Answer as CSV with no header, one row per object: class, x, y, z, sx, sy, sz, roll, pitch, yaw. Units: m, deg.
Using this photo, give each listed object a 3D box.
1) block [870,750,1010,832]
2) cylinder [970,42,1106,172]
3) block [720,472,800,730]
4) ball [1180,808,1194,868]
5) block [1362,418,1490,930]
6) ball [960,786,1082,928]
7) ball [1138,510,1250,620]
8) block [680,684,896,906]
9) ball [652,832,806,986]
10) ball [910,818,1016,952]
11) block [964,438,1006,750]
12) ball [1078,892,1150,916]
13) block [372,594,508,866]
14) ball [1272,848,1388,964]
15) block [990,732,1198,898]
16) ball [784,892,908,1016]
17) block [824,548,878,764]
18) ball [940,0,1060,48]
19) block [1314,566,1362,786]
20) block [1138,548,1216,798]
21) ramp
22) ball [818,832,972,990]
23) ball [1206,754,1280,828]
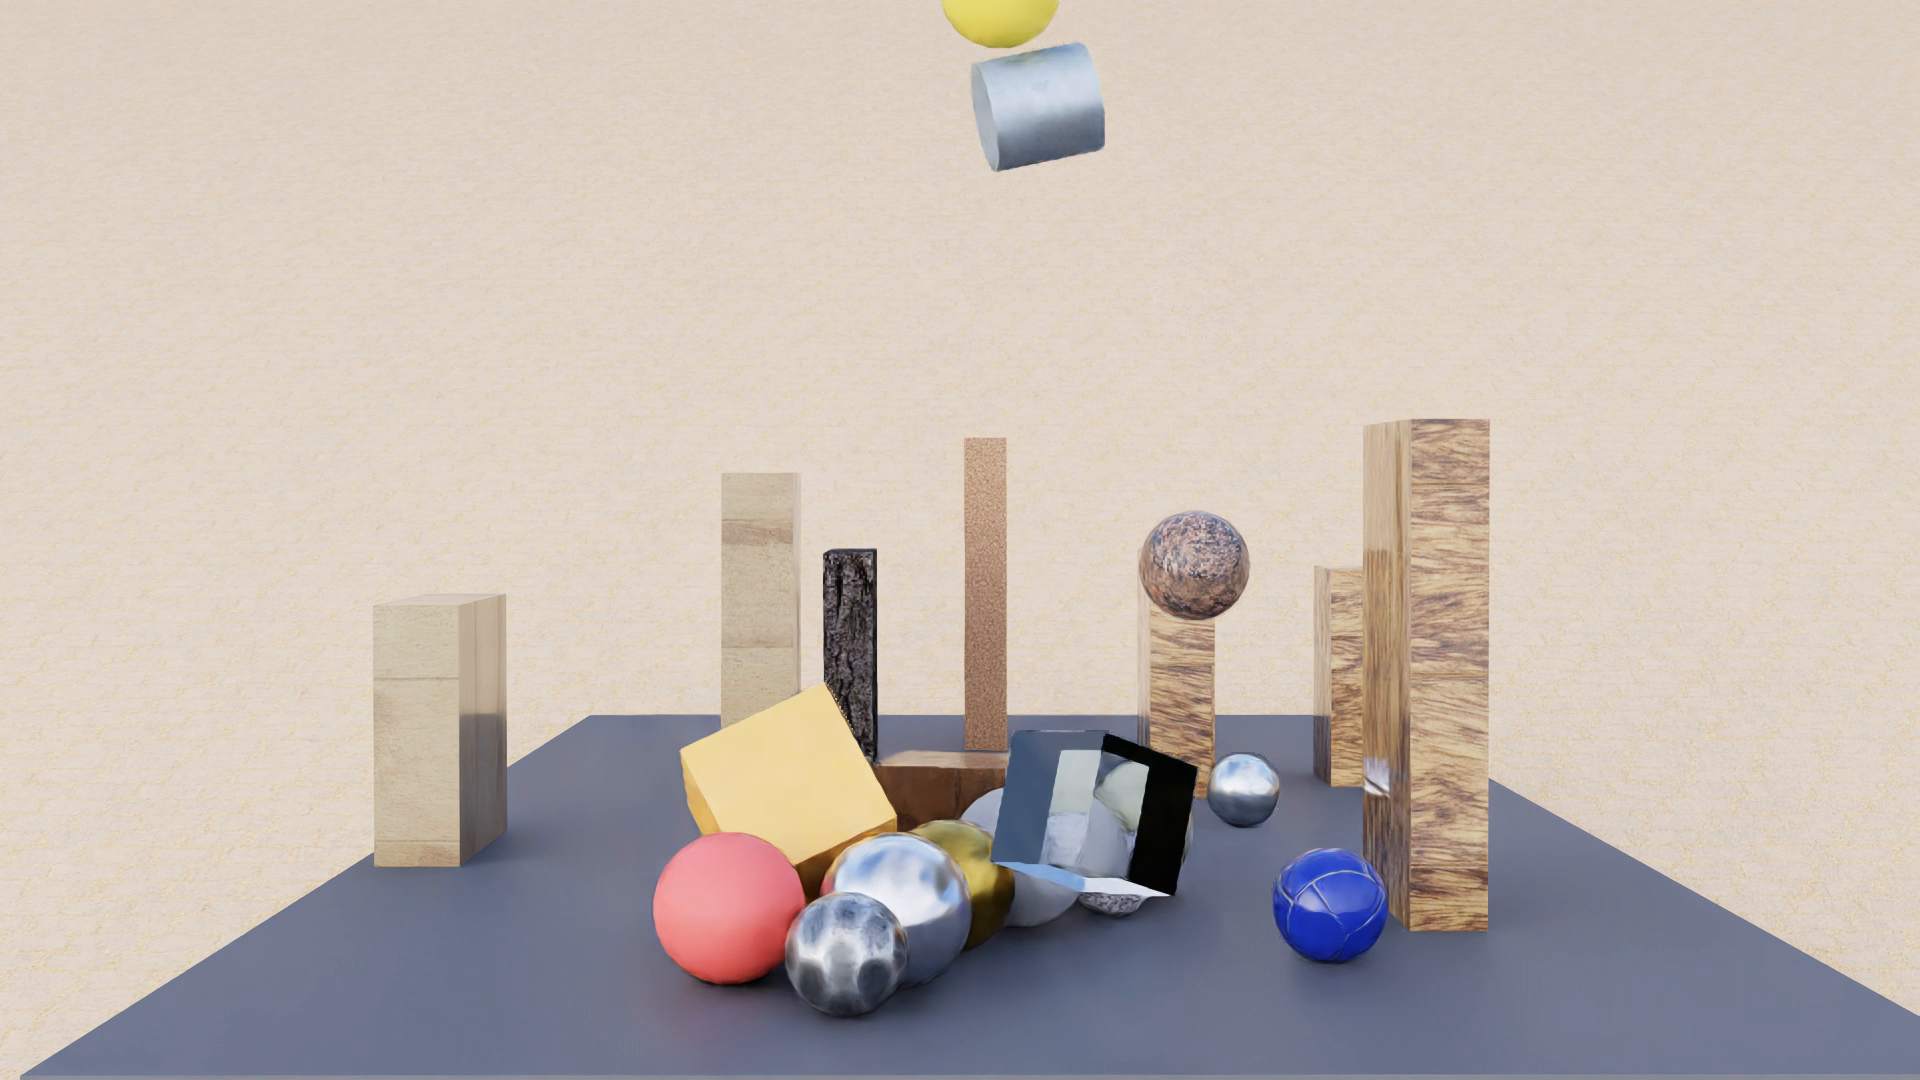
block,-0.008,0.411,3.673,0.197,0.197,0.197,0,1,15
cylinder,0.080,-0.448,2.669,0.114,0.114,0.114,-13,28,-7
block,-0.401,0.170,5.225,0.142,0.611,0.250,0,1,0
ball,0.231,0.408,3.674,0.203,0.203,0.203,0,26,0
block,0.644,0.174,3.594,0.103,0.674,0.403,0,1,0
ball,0.080,0.419,3.426,0.188,0.188,0.188,0,26,0
ball,0.251,0.027,2.764,0.119,0.119,0.119,0,26,0
block,-0.218,0.346,3.292,0.201,0.201,0.201,-24,67,-14
ball,-0.272,0.434,3.043,0.179,0.179,0.179,0,26,0
ball,-0.015,0.435,3.241,0.169,0.169,0.169,0,26,0
block,0.057,0.117,5.811,0.093,0.690,0.263,0,1,0
ball,0.208,0.452,3.519,0.122,0.122,0.122,0,26,0
block,-0.837,0.297,4.183,0.132,0.403,0.423,0,1,0
ball,0.456,0.450,3.177,0.141,0.141,0.141,0,26,0
block,0.156,0.319,3.000,0.154,0.154,0.154,23,-18,-37
ball,-0.126,0.459,2.862,0.138,0.138,0.138,0,26,0
block,-0.229,0.247,5.445,0.099,0.447,0.355,0,1,0
ball,0.041,-0.573,2.666,0.128,0.128,0.128,0,26,0
block,0.788,0.265,5.132,0.135,0.422,0.249,0,1,0
block,0.415,0.250,4.986,0.121,0.459,0.339,0,1,0
ramp,0.060,0.540,4.576,2.000,0.100,4.000,0,1,0
ball,-0.076,0.433,3.015,0.183,0.183,0.183,0,26,0
ball,0.486,0.429,4.425,0.126,0.126,0.126,0,26,0
